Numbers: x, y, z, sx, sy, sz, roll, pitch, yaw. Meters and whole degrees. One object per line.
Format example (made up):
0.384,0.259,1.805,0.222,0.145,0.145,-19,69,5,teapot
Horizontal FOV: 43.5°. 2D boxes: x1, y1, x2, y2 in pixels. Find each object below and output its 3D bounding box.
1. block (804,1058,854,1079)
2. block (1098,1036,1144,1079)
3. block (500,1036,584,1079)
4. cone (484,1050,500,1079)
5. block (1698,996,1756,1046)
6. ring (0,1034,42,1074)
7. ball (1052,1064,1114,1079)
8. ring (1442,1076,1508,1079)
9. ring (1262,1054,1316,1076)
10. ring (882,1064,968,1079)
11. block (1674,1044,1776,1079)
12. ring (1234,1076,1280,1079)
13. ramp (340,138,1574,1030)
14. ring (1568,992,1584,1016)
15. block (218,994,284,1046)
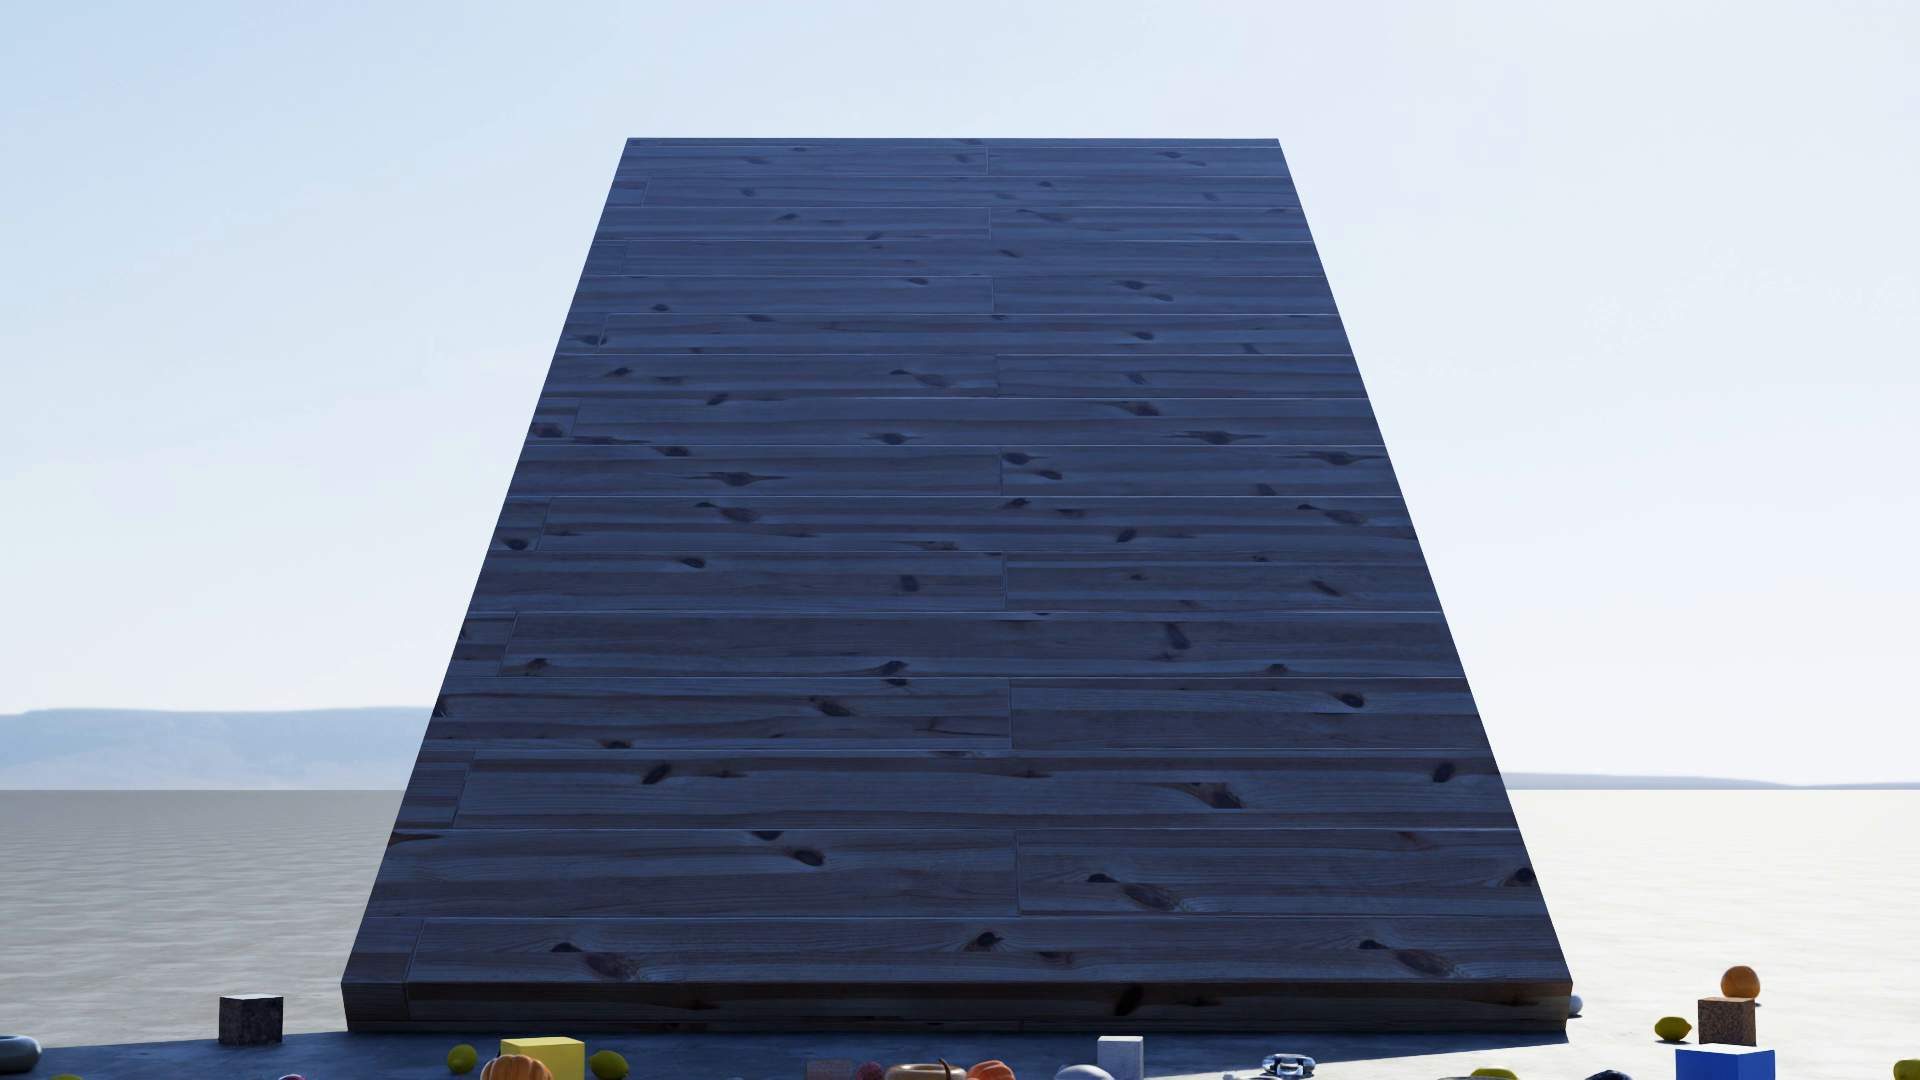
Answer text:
-0.157,0.658,2.871,0.054,0.054,0.054,1,-47,-10,block
0.219,0.708,3.275,0.058,0.058,0.058,-1,-6,9,block
-0.522,0.668,3.005,0.083,0.083,0.083,3,-6,-27,block
-0.600,0.692,3.153,0.065,0.065,0.065,0,-6,0,cone
1.195,0.751,3.747,0.069,0.069,0.069,-4,-7,34,block
-1.372,0.727,3.397,0.140,0.047,0.140,-1,-7,0,ring
0.138,0.633,2.691,0.090,0.090,0.090,0,-6,0,ball
0.631,0.677,2.903,0.139,0.046,0.139,1,-6,0,ring
0.460,0.734,3.365,0.076,0.025,0.076,1,-7,0,ring
-0.044,0.701,3.109,0.117,0.039,0.117,1,-6,0,ring
0.926,0.658,2.906,0.084,0.084,0.084,5,-8,-41,block
0.386,0.708,3.107,0.075,0.025,0.075,1,-6,0,ring
-0.012,-0.215,5.670,2.000,0.100,4.000,0,29,0,ramp
1.041,0.816,4.237,0.111,0.037,0.111,-1,-5,0,ring
-1.113,0.752,3.773,0.071,0.071,0.071,-6,-8,44,block
